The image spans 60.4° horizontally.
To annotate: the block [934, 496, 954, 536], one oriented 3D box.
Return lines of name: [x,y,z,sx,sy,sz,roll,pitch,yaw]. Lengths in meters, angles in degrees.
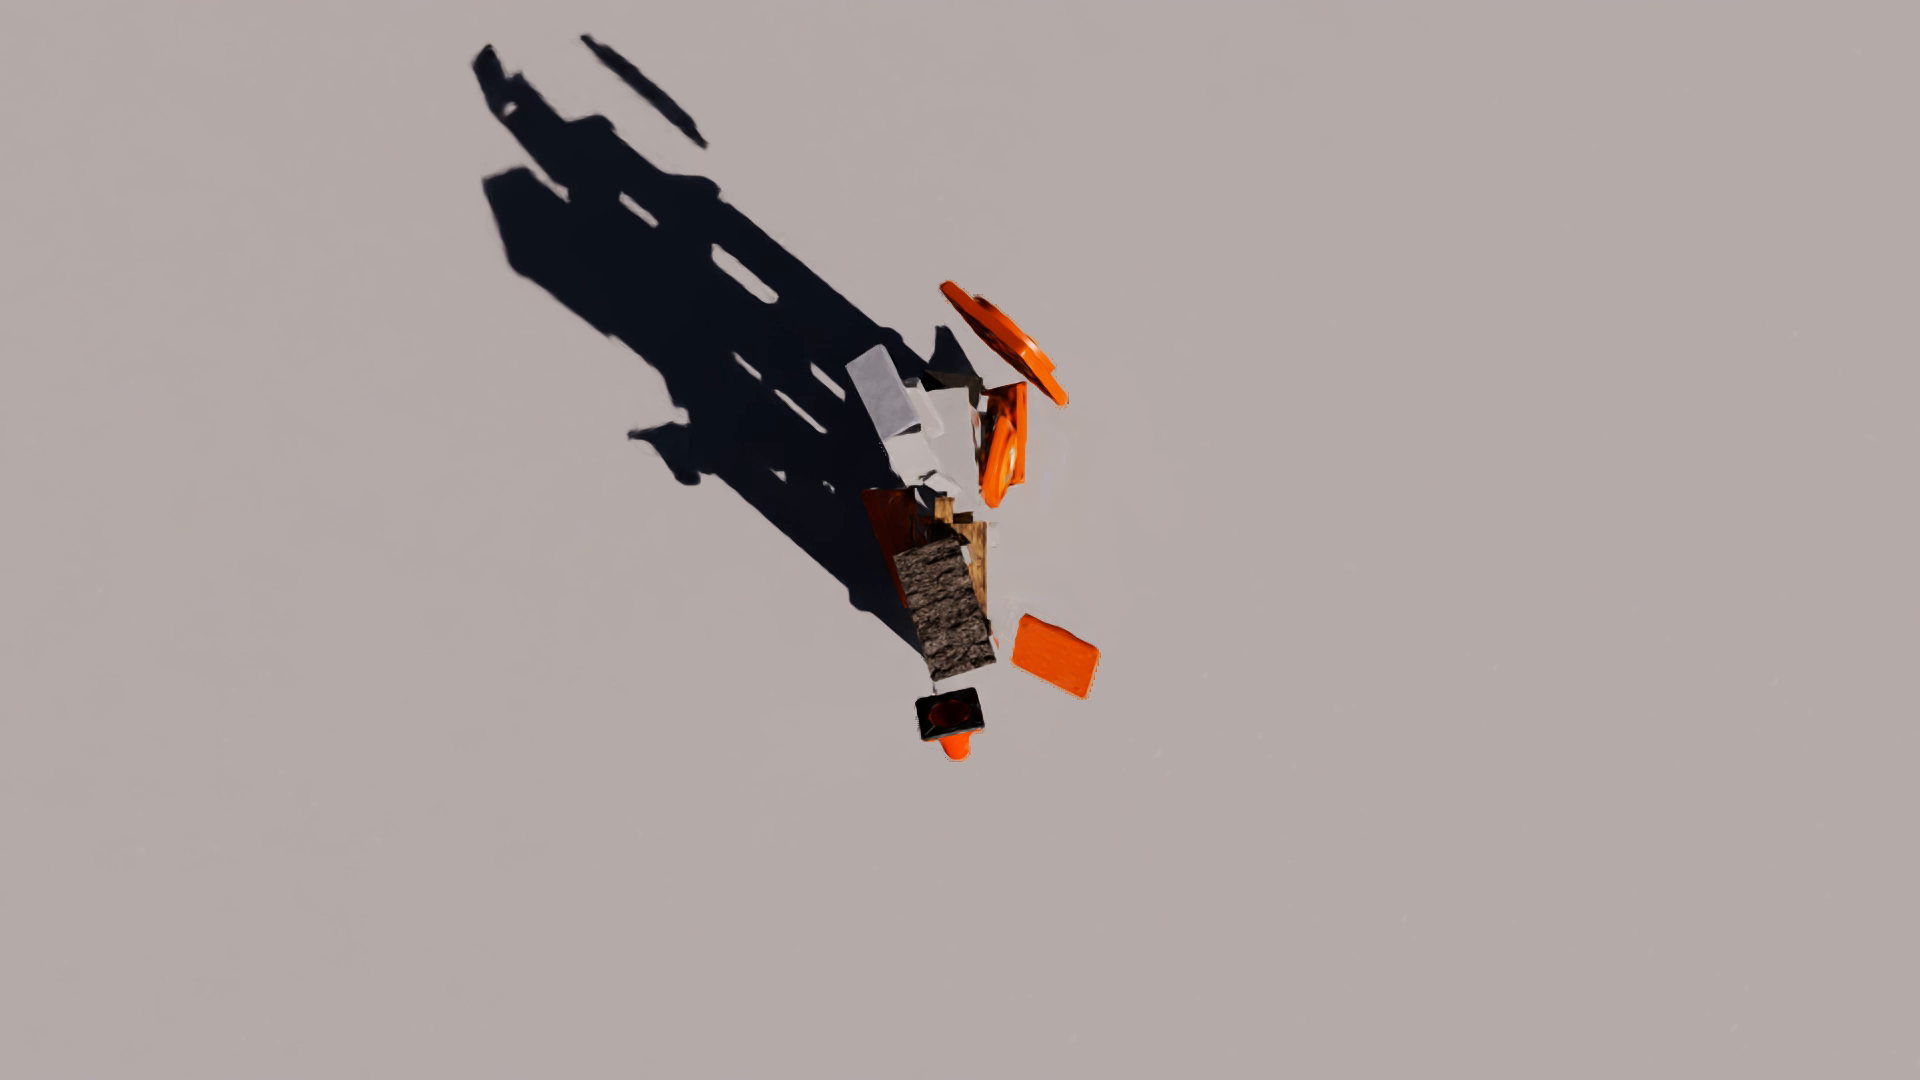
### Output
block: [-0.041,-0.050,4.119,0.045,0.167,0.013,1,53,-3]

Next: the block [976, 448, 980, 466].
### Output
block: [-0.008,-0.251,5.022,0.131,0.275,0.037,0,89,-1]

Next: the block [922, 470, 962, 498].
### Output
block: [-0.043,-0.137,4.069,0.045,0.013,0.091,-36,130,29]

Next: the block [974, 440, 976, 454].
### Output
block: [-0.024,-0.169,4.865,0.131,0.037,0.263,4,90,0]

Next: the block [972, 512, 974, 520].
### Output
block: [-0.026,-0.079,5.015,0.131,0.263,0.037,1,90,0]

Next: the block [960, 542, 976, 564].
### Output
block: [-0.045,0.052,4.033,0.155,0.311,0.044,-17,90,3]

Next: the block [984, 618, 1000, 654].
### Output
block: [0.014,0.261,4.038,0.155,0.311,0.044,-22,94,2]

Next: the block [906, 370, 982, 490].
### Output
block: [-0.043,-0.290,4.494,0.162,0.046,0.325,9,91,4]

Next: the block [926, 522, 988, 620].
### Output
block: [-0.008,0.109,4.214,0.153,0.043,0.306,-1,91,0]

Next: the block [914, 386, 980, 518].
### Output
block: [-0.043,-0.220,4.133,0.155,0.044,0.311,-6,90,6]

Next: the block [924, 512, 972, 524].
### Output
block: [-0.027,-0.017,4.563,0.131,0.037,0.263,-5,90,0]

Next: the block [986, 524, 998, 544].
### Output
block: [0.024,-0.013,4.389,0.153,0.306,0.043,-2,92,1]

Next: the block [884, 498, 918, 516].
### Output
block: [-0.163,-0.102,5.345,0.154,0.309,0.044,9,90,-1]

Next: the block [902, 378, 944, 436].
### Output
block: [-0.118,-0.319,4.014,0.102,0.204,0.029,-3,59,18]

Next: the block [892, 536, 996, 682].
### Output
block: [-0.036,0.159,3.858,0.155,0.044,0.311,-18,91,3]

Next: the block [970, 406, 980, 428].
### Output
block: [-0.043,-0.320,4.311,0.155,0.311,0.044,-6,89,7]

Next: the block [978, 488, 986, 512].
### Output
block: [-0.018,-0.103,4.313,0.155,0.311,0.044,-1,94,4]

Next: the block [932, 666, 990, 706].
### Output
block: [-0.007,0.298,4.570,0.154,0.044,0.308,-5,91,0]

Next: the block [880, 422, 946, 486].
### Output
block: [-0.113,-0.206,4.017,0.102,0.204,0.029,-8,55,15]

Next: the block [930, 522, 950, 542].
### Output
block: [-0.050,-0.010,4.149,0.045,0.091,0.013,2,53,-4]

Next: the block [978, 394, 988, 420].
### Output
block: [-0.007,-0.390,4.840,0.162,0.637,0.046,3,92,0]

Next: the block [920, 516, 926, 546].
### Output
block: [-0.041,0.006,5.169,0.154,0.044,0.309,-5,90,0]

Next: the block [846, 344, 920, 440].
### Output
block: [-0.183,-0.349,3.911,0.102,0.029,0.204,-30,81,22]

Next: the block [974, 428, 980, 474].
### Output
block: [-0.012,-0.310,5.180,0.149,0.042,0.298,2,90,-1]
